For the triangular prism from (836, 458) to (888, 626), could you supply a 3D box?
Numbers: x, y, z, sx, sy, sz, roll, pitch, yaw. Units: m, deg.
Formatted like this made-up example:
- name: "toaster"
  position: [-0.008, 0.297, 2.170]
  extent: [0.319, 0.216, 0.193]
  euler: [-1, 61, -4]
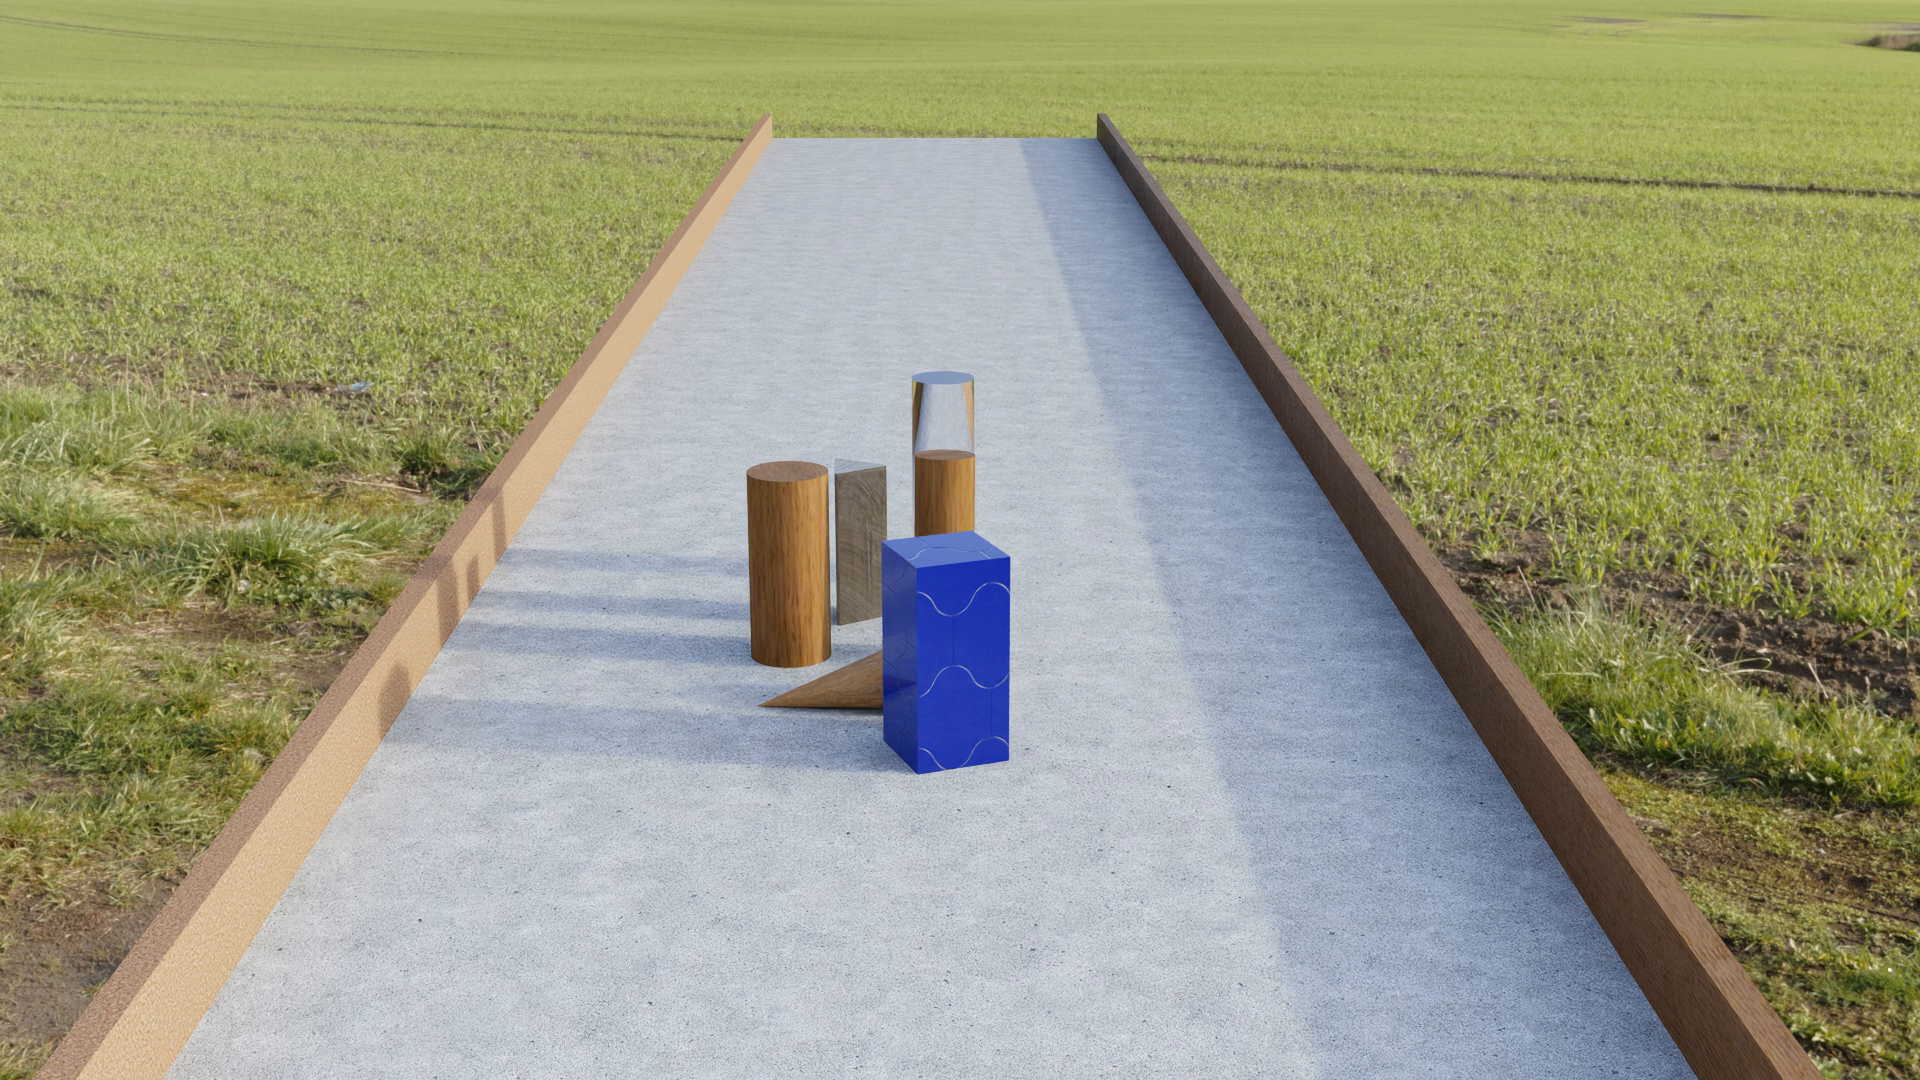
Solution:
- name: "triangular prism"
  position: [-0.233, -0.001, 4.650]
  extent: [0.123, 0.330, 0.106]
  euler: [-11, 20, -32]

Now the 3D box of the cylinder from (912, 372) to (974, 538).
- name: "cylinder"
  position: [-0.037, -0.136, 4.882]
  extent: [0.138, 0.458, 0.138]
  euler: [0, 17, 0]

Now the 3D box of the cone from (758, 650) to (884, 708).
- name: "cone"
  position: [-0.217, 0.280, 4.154]
  extent: [0.349, 0.154, 0.154]
  euler: [-12, 16, 4]

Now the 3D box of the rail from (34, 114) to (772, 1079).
- name: "rail"
  position: [-1.118, -0.838, 7.780]
  extent: [0.050, 0.150, 12.000]
  euler: [0, 17, -1]

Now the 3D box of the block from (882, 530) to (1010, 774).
- name: "block"
  position: [-0.026, 0.197, 3.901]
  extent: [0.174, 0.379, 0.174]
  euler: [-7, 18, -21]

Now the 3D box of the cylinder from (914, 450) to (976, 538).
- name: "cylinder"
  position: [-0.031, 0.034, 4.375]
  extent: [0.120, 0.413, 0.120]
  euler: [1, 12, 0]

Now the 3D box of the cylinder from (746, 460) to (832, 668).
- name: "cylinder"
  position: [-0.341, 0.048, 4.394]
  extent: [0.162, 0.383, 0.162]
  euler: [0, 17, 0]

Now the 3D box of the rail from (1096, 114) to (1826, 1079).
- name: "rail"
  position: [0.932, -0.844, 7.801]
  extent: [0.050, 0.150, 12.000]
  euler: [0, 17, -1]
